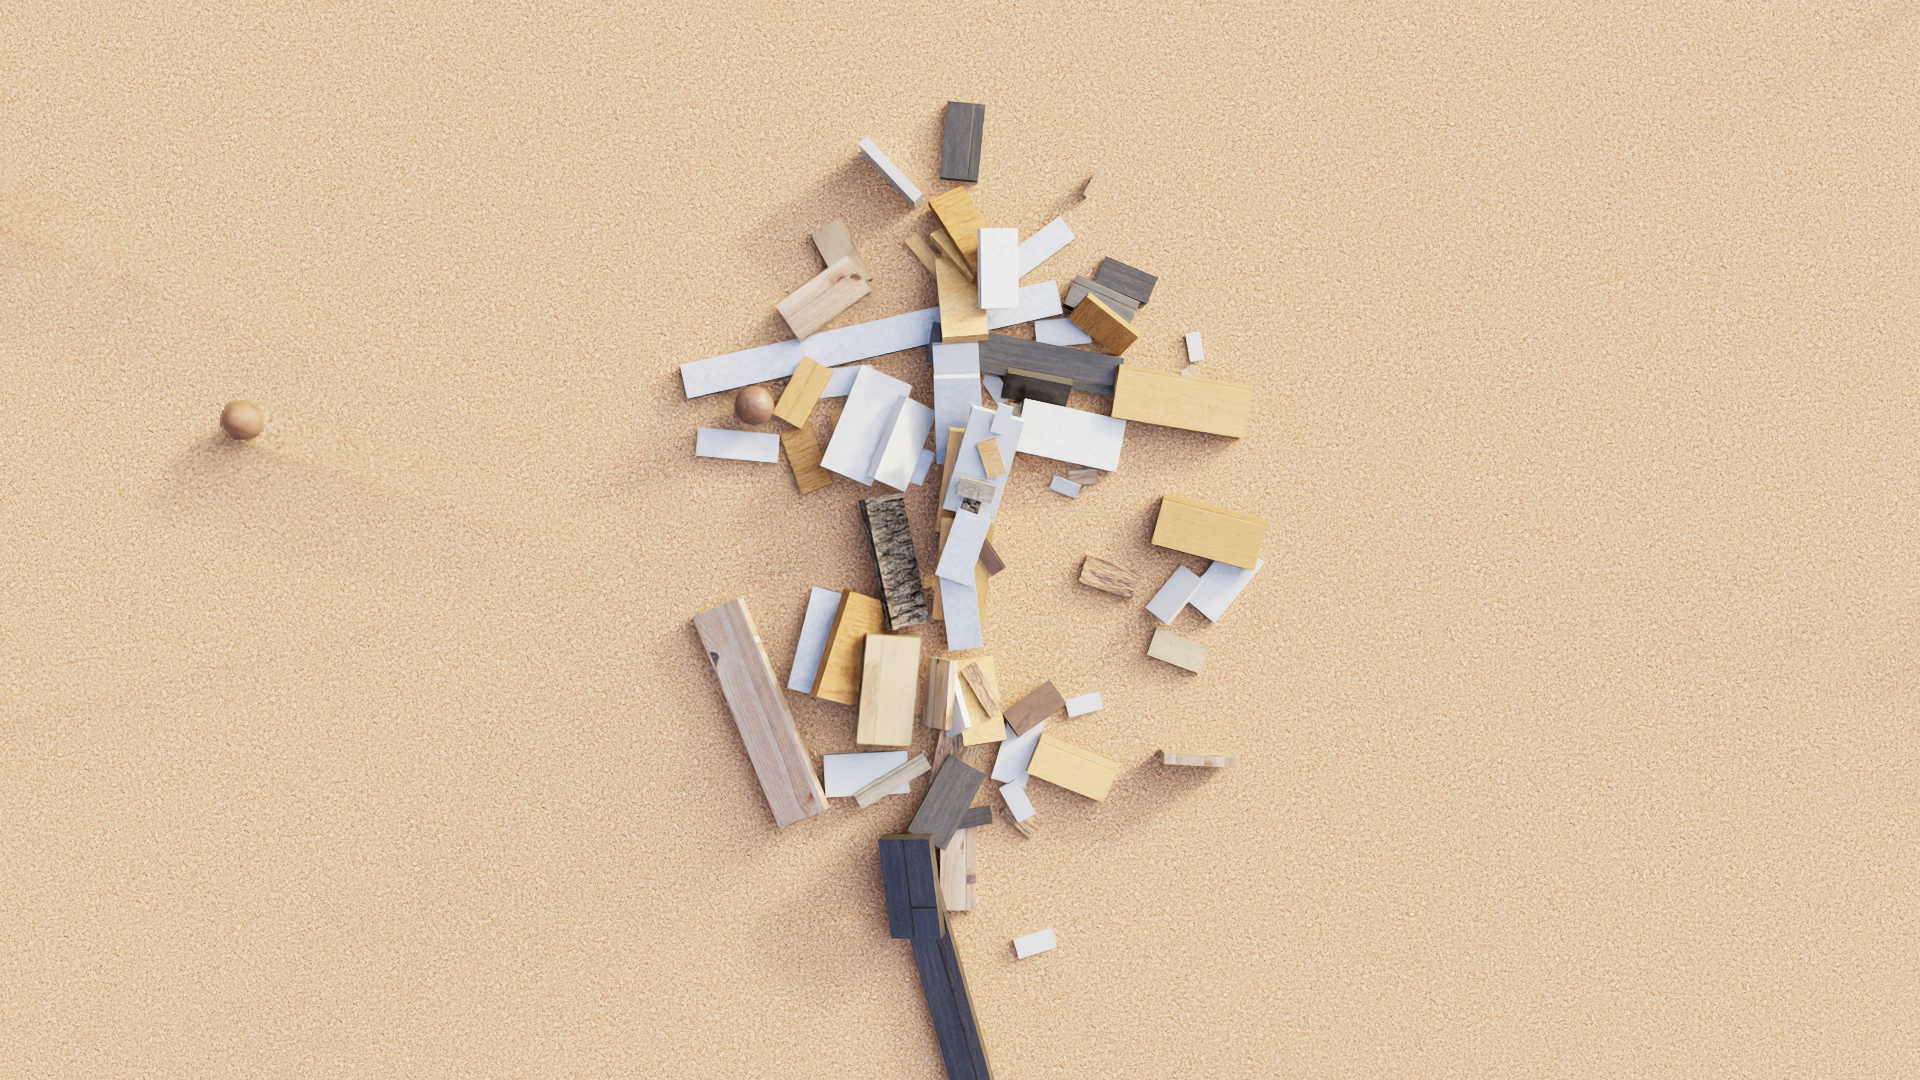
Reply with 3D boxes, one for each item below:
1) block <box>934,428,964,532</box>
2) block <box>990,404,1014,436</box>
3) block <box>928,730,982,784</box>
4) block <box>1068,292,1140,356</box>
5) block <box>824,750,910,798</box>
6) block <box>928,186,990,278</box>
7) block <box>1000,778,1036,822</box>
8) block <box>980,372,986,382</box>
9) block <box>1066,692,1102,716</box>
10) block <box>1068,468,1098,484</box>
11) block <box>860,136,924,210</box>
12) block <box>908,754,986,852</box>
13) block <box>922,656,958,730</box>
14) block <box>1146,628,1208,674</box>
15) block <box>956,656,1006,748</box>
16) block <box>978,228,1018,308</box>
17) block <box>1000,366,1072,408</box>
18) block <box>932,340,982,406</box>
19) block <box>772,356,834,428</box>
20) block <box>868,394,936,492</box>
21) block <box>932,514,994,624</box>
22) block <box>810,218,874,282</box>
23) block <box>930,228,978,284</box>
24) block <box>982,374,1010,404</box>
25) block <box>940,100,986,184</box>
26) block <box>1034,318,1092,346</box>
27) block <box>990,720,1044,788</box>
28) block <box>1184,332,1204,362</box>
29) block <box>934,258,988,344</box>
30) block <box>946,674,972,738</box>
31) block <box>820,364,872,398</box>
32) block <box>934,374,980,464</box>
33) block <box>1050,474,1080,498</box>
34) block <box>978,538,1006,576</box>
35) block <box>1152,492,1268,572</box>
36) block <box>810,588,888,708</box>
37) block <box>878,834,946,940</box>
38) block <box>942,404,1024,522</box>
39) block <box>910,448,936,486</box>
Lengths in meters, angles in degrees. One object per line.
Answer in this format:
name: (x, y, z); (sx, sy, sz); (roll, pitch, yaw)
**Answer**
block: (0.027, -0.187, 5.412); (0.173, 0.049, 0.346); (7, 108, -4)
block: (0.133, -0.386, 5.266); (0.047, 0.013, 0.095); (17, 107, -7)
block: (-0.004, 0.684, 5.480); (0.141, 0.040, 0.282); (13, 90, 0)
block: (0.474, -0.708, 5.433); (0.217, 0.031, 0.108); (36, 130, -11)
block: (-0.310, 0.775, 5.480); (0.278, 0.039, 0.139); (-3, 90, 0)
block: (0.027, -1.014, 5.422); (0.127, 0.036, 0.310); (-27, 72, -13)
block: (0.190, 0.863, 5.463); (0.066, 0.019, 0.131); (-29, 95, 5)
block: (0.030, -0.566, 5.483); (0.112, 0.016, 0.056); (17, 90, 9)
block: (0.413, 0.547, 5.492); (0.117, 0.017, 0.058); (-14, 90, 0)
block: (0.409, -0.210, 5.493); (0.095, 0.013, 0.047); (-4, 90, 0)
block: (-0.226, -1.208, 5.435); (0.037, 0.131, 0.261); (-44, 90, 0)
block: (-0.044, 0.862, 5.420); (0.141, 0.040, 0.282); (29, 82, 0)
block: (-0.067, 0.503, 5.419); (0.032, 0.113, 0.227); (2, 93, -43)
block: (0.724, 0.368, 5.487); (0.187, 0.027, 0.094); (20, 90, 0)
block: (0.060, 0.532, 5.445); (0.141, 0.040, 0.282); (-8, 78, -5)
block: (0.123, -0.881, 5.347); (0.127, 0.036, 0.254); (-4, 99, -18)
block: (0.253, -0.500, 5.442); (0.217, 0.108, 0.031); (10, 45, -5)
block: (-0.007, -0.504, 5.424); (0.149, 0.042, 0.297); (-4, 112, 0)
block: (-0.518, -0.488, 5.449); (0.109, 0.031, 0.218); (29, 92, -1)
block: (-0.191, -0.318, 5.433); (0.144, 0.041, 0.287); (23, 88, -42)
block: (0.011, 0.097, 5.434); (0.173, 0.049, 0.346); (6, 104, 0)
block: (-0.393, -0.942, 5.484); (0.114, 0.032, 0.228); (-28, 90, 0)
block: (0.012, -0.952, 5.431); (0.108, 0.031, 0.217); (-36, 74, -16)
block: (0.121, -0.507, 5.492); (0.056, 0.016, 0.112); (-34, 90, 0)
block: (0.009, -1.323, 5.482); (0.127, 0.036, 0.254); (6, 90, 0)
block: (0.341, -0.690, 5.487); (0.180, 0.026, 0.090); (-6, 90, 0)
block: (0.193, 0.693, 5.483); (0.118, 0.033, 0.236); (16, 90, 0)
block: (0.781, -0.643, 5.493); (0.048, 0.014, 0.095); (-10, 90, 0)
block: (0.005, -0.791, 5.409); (0.149, 0.042, 0.297); (-5, 68, -2)
block: (-0.028, 0.539, 5.420); (0.098, 0.028, 0.195); (-34, 65, 41)
block: (-0.381, -0.527, 5.487); (0.188, 0.027, 0.094); (-6, 90, 0)
block: (-0.007, -0.397, 5.421); (0.148, 0.042, 0.297); (-2, 113, 0)
block: (0.349, -0.177, 5.484); (0.094, 0.013, 0.047); (21, 115, 0)
block: (0.096, 0.057, 5.389); (0.057, 0.016, 0.113); (-33, 101, 9)
block: (0.823, -0.026, 5.449); (0.347, 0.049, 0.174); (15, 87, 7)
block: (-0.350, 0.358, 5.427); (0.180, 0.051, 0.359); (19, 88, -30)
block: (-0.157, 1.134, 5.395); (0.173, 0.049, 0.346); (-4, 101, 17)
block: (0.075, -0.248, 5.342); (0.173, 0.049, 0.347); (15, 107, -7)
block: (-0.133, -0.245, 5.491); (0.060, 0.017, 0.121); (23, 90, 0)
